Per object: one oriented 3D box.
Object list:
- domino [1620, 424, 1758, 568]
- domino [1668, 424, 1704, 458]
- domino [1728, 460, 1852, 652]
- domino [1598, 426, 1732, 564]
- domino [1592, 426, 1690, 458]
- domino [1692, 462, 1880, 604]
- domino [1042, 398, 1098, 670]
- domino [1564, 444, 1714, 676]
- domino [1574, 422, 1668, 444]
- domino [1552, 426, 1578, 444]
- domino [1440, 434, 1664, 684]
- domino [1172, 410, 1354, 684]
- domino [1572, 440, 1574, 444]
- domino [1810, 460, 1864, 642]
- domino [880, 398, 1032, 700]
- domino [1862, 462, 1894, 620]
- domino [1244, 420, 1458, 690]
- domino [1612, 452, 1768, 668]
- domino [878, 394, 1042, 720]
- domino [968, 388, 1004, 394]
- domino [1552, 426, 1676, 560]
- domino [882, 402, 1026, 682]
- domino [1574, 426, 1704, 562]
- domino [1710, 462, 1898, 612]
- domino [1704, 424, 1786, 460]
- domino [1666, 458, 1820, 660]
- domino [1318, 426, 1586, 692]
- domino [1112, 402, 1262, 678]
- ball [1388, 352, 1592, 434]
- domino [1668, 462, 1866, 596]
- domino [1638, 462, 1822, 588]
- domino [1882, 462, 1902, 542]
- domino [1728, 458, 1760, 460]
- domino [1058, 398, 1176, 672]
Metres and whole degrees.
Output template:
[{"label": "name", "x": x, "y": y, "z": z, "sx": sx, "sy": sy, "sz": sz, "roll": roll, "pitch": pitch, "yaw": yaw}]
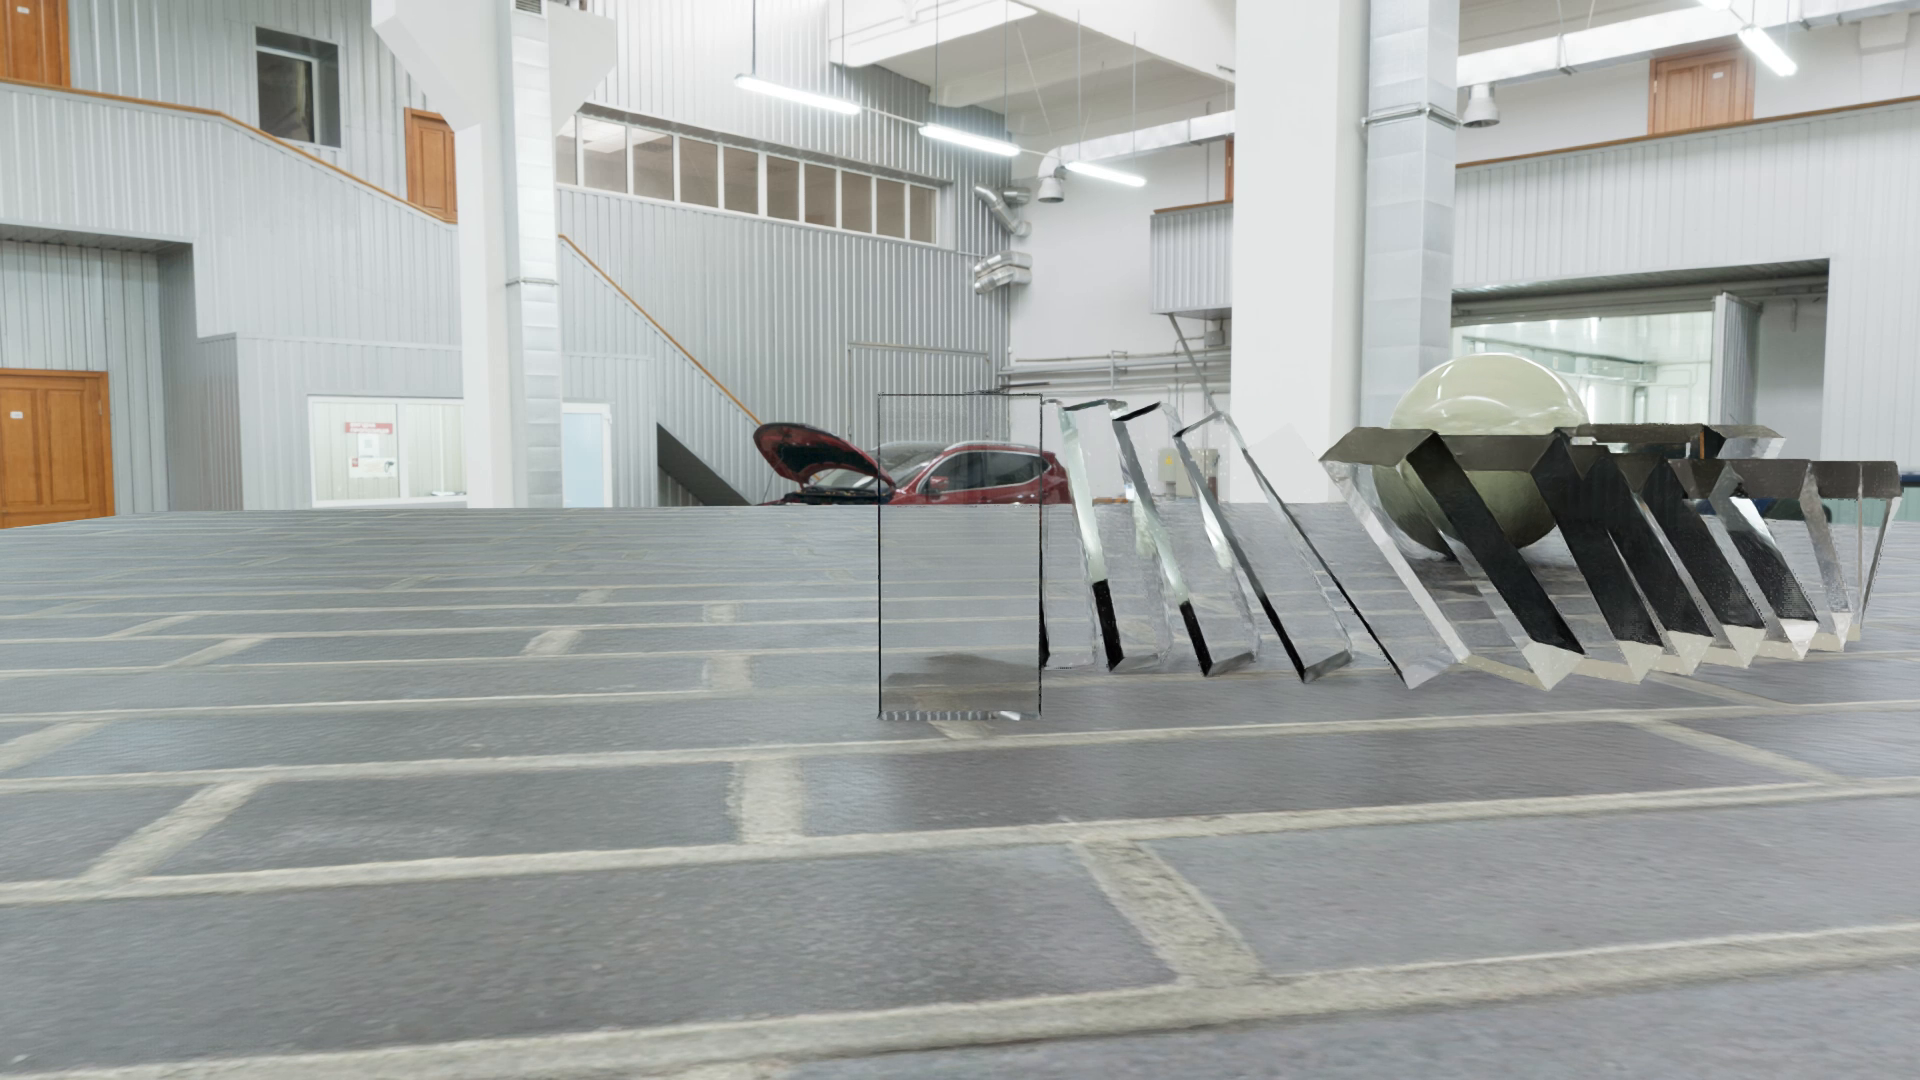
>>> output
[{"label": "domino", "x": 0.248, "y": -0.015, "z": 0.438, "sx": 0.025, "sy": 0.050, "sz": 0.009, "roll": -1, "pitch": 32, "yaw": -17}, {"label": "domino", "x": 0.227, "y": -0.013, "z": 0.416, "sx": 0.025, "sy": 0.050, "sz": 0.010, "roll": 3, "pitch": 32, "yaw": 37}, {"label": "domino", "x": 0.161, "y": 0.003, "z": 0.259, "sx": 0.025, "sy": 0.009, "sz": 0.050, "roll": 5, "pitch": -34, "yaw": 46}, {"label": "domino", "x": 0.245, "y": -0.015, "z": 0.448, "sx": 0.025, "sy": 0.050, "sz": 0.010, "roll": -1, "pitch": 32, "yaw": -17}, {"label": "domino", "x": 0.209, "y": -0.011, "z": 0.397, "sx": 0.025, "sy": 0.050, "sz": 0.009, "roll": 1, "pitch": 36, "yaw": 21}, {"label": "domino", "x": 0.209, "y": -0.001, "z": 0.327, "sx": 0.025, "sy": 0.009, "sz": 0.050, "roll": 1, "pitch": -33, "yaw": 11}, {"label": "domino", "x": 0.018, "y": -0.002, "z": 0.253, "sx": 0.009, "sy": 0.050, "sz": 0.025, "roll": -8, "pitch": 3, "yaw": 8}, {"label": "domino", "x": 0.116, "y": 0.003, "z": 0.238, "sx": 0.010, "sy": 0.050, "sz": 0.025, "roll": -49, "pitch": 25, "yaw": -18}, {"label": "domino", "x": 0.214, "y": -0.013, "z": 0.413, "sx": 0.025, "sy": 0.050, "sz": 0.009, "roll": 3, "pitch": 32, "yaw": 37}, {"label": "domino", "x": 0.230, "y": -0.018, "z": 0.488, "sx": 0.025, "sy": 0.050, "sz": 0.009, "roll": -1, "pitch": 31, "yaw": -18}, {"label": "domino", "x": 0.103, "y": 0.003, "z": 0.230, "sx": 0.009, "sy": 0.050, "sz": 0.025, "roll": -46, "pitch": 24, "yaw": -19}, {"label": "domino", "x": 0.057, "y": 0.000, "z": 0.240, "sx": 0.010, "sy": 0.050, "sz": 0.025, "roll": -28, "pitch": -4, "yaw": 16}, {"label": "domino", "x": 0.234, "y": -0.018, "z": 0.478, "sx": 0.025, "sy": 0.050, "sz": 0.009, "roll": -1, "pitch": 31, "yaw": -18}, {"label": "domino", "x": 0.174, "y": 0.003, "z": 0.270, "sx": 0.025, "sy": 0.009, "sz": 0.050, "roll": 3, "pitch": -34, "yaw": 37}, {"label": "domino", "x": -0.001, "y": 0.001, "z": 0.218, "sx": 0.025, "sy": 0.050, "sz": 0.010, "roll": 0, "pitch": 4, "yaw": -3}, {"label": "domino", "x": 0.186, "y": 0.002, "z": 0.282, "sx": 0.025, "sy": 0.010, "sz": 0.050, "roll": 2, "pitch": -34, "yaw": 29}, {"label": "domino", "x": 0.070, "y": 0.001, "z": 0.234, "sx": 0.009, "sy": 0.050, "sz": 0.025, "roll": -35, "pitch": -3, "yaw": 15}, {"label": "domino", "x": 0.130, "y": 0.004, "z": 0.245, "sx": 0.050, "sy": 0.009, "sz": 0.025, "roll": 46, "pitch": -18, "yaw": -25}, {"label": "domino", "x": 0.000, "y": 0.002, "z": 0.201, "sx": 0.025, "sy": 0.050, "sz": 0.009, "roll": 0, "pitch": 4, "yaw": 0}, {"label": "domino", "x": 0.000, "y": -0.003, "z": 0.250, "sx": 0.009, "sy": 0.050, "sz": 0.025, "roll": -13, "pitch": 6, "yaw": -41}, {"label": "domino", "x": 0.238, "y": -0.017, "z": 0.468, "sx": 0.025, "sy": 0.050, "sz": 0.009, "roll": -1, "pitch": 31, "yaw": -18}, {"label": "domino", "x": -0.001, "y": 0.000, "z": 0.234, "sx": 0.025, "sy": 0.050, "sz": 0.010, "roll": 1, "pitch": 6, "yaw": 7}, {"label": "domino", "x": 0.242, "y": -0.016, "z": 0.458, "sx": 0.025, "sy": 0.050, "sz": 0.009, "roll": -1, "pitch": 31, "yaw": -18}, {"label": "domino", "x": 0.203, "y": 0.000, "z": 0.311, "sx": 0.025, "sy": 0.009, "sz": 0.050, "roll": 1, "pitch": -34, "yaw": 16}, {"label": "domino", "x": 0.250, "y": -0.014, "z": 0.427, "sx": 0.025, "sy": 0.050, "sz": 0.009, "roll": -1, "pitch": 32, "yaw": -17}, {"label": "domino", "x": 0.145, "y": 0.004, "z": 0.252, "sx": 0.050, "sy": 0.009, "sz": 0.025, "roll": 44, "pitch": -19, "yaw": -27}, {"label": "domino", "x": 0.087, "y": 0.003, "z": 0.227, "sx": 0.010, "sy": 0.050, "sz": 0.025, "roll": -40, "pitch": 13, "yaw": -6}, {"label": "domino", "x": 0.044, "y": -0.001, "z": 0.245, "sx": 0.010, "sy": 0.050, "sz": 0.025, "roll": -20, "pitch": -2, "yaw": 16}, {"label": "ball", "x": 0.216, "y": -0.037, "z": 0.526, "sx": 0.080, "sy": 0.080, "sz": 0.080, "roll": 0, "pitch": 4, "yaw": 0}, {"label": "domino", "x": 0.214, "y": -0.002, "z": 0.344, "sx": 0.025, "sy": 0.009, "sz": 0.050, "roll": 1, "pitch": -33, "yaw": 3}, {"label": "domino", "x": 0.214, "y": -0.003, "z": 0.360, "sx": 0.025, "sy": 0.009, "sz": 0.050, "roll": 0, "pitch": -33, "yaw": 3}, {"label": "domino", "x": 0.195, "y": 0.001, "z": 0.296, "sx": 0.025, "sy": 0.010, "sz": 0.050, "roll": 2, "pitch": -34, "yaw": 22}, {"label": "domino", "x": 0.211, "y": -0.005, "z": 0.375, "sx": 0.025, "sy": 0.009, "sz": 0.050, "roll": -2, "pitch": -33, "yaw": 6}, {"label": "domino", "x": 0.031, "y": -0.002, "z": 0.249, "sx": 0.010, "sy": 0.050, "sz": 0.025, "roll": -11, "pitch": 1, "yaw": 16}]
